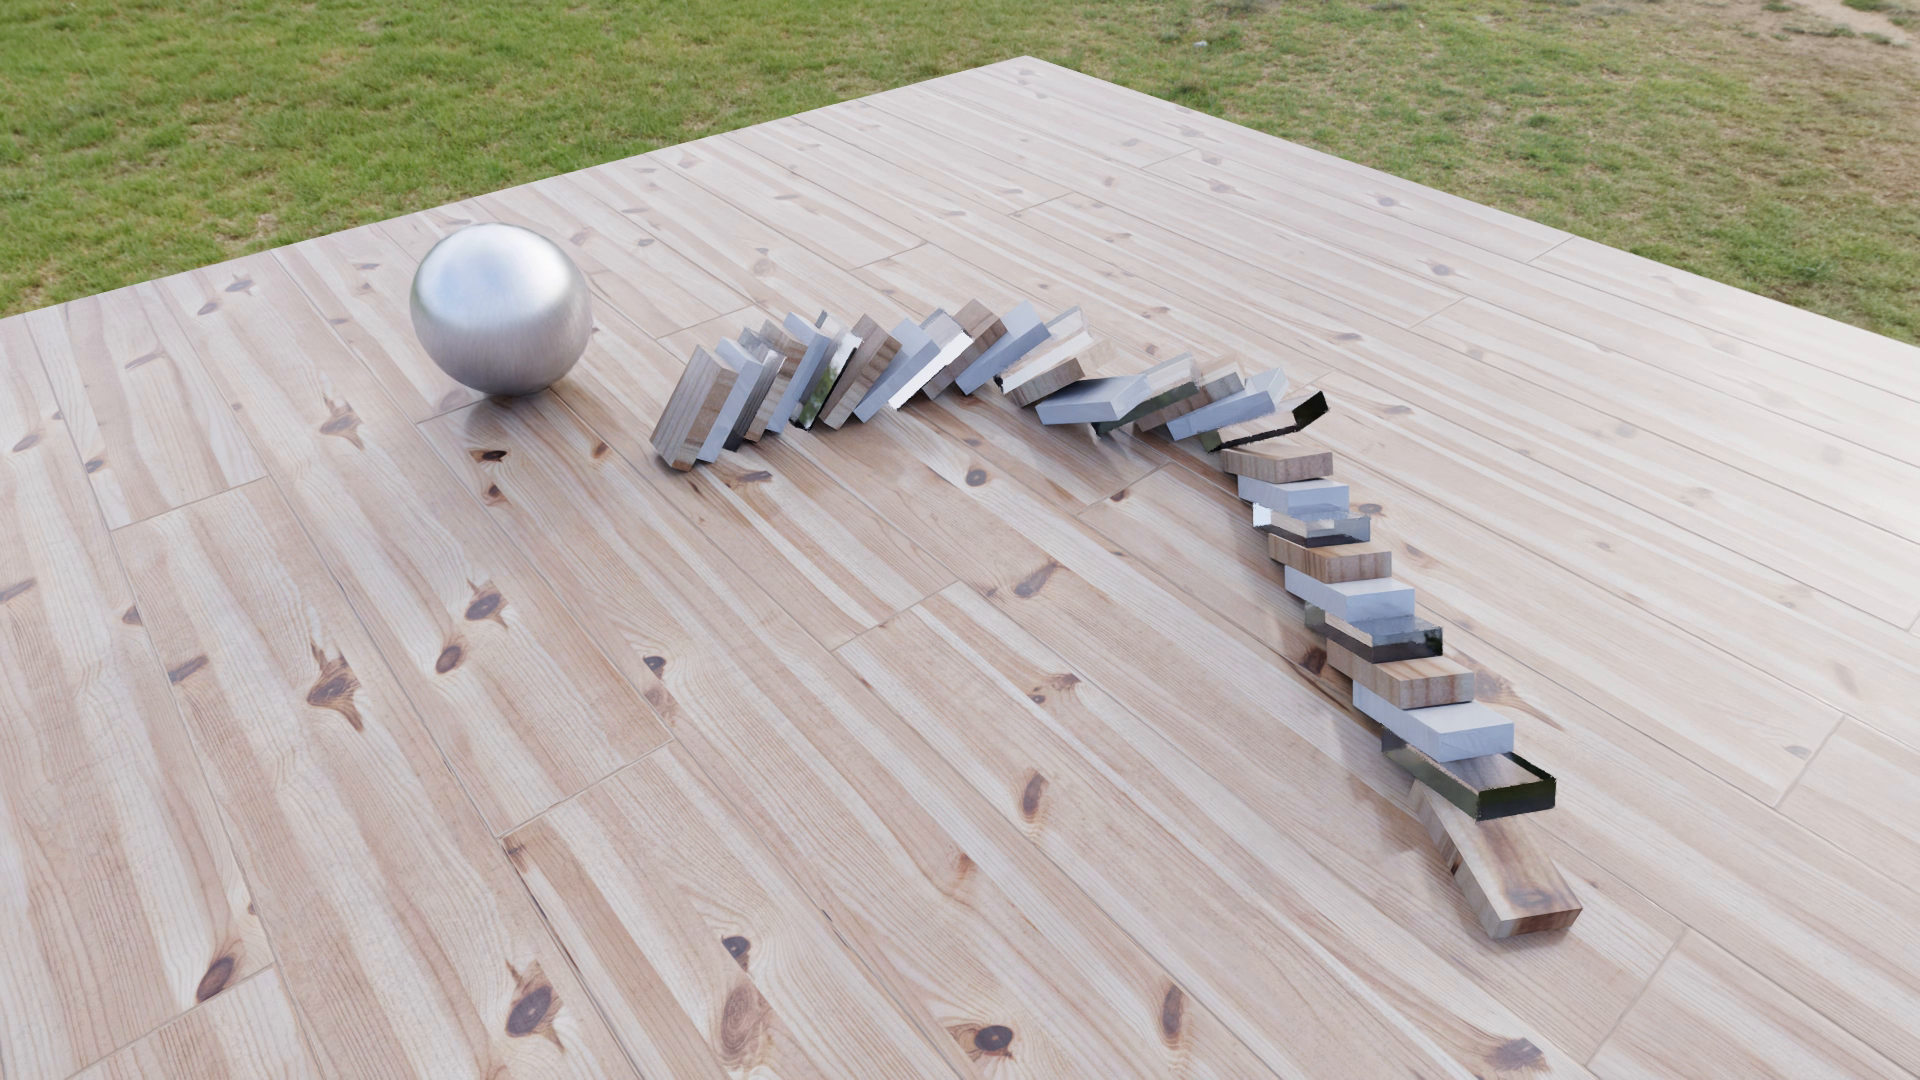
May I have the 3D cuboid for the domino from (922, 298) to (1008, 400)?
[{"bbox_3d":[-0.003,-0.094,0.538,0.050,0.010,0.025,-42,46,0],"label":"domino"}]

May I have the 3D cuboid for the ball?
[{"bbox_3d":[-0.216,-0.108,0.520,0.080,0.080,0.080,0,39,0],"label":"ball"}]

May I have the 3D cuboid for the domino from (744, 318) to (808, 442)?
[{"bbox_3d":[-0.091,-0.073,0.504,0.010,0.050,0.025,15,21,-47],"label":"domino"}]

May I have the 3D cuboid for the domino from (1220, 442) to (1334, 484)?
[{"bbox_3d":[0.133,-0.033,0.466,0.025,0.010,0.050,-9,11,-11],"label":"domino"}]

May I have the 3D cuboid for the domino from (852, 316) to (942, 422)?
[{"bbox_3d":[-0.035,-0.081,0.523,0.050,0.010,0.025,-43,48,0],"label":"domino"}]

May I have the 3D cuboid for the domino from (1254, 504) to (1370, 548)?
[{"bbox_3d":[0.138,-0.007,0.435,0.025,0.009,0.050,-6,11,-7],"label":"domino"}]

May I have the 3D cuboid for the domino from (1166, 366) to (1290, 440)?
[{"bbox_3d":[0.121,-0.061,0.496,0.050,0.009,0.025,-16,22,39],"label":"domino"}]

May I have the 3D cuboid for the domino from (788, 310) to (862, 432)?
[{"bbox_3d":[-0.067,-0.078,0.511,0.010,0.050,0.025,17,22,-44],"label":"domino"}]

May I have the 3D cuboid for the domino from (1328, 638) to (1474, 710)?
[{"bbox_3d":[0.148,0.043,0.373,0.025,0.010,0.050,-6,12,-7],"label":"domino"}]

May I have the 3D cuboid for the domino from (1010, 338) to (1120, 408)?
[{"bbox_3d":[0.049,-0.078,0.514,0.025,0.010,0.050,-34,8,-34],"label":"domino"}]

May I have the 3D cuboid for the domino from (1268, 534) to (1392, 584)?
[{"bbox_3d":[0.140,0.005,0.419,0.025,0.010,0.050,-6,11,-7],"label":"domino"}]

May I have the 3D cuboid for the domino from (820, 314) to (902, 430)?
[{"bbox_3d":[-0.051,-0.079,0.514,0.050,0.009,0.025,-51,47,9],"label":"domino"}]

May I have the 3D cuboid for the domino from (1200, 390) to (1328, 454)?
[{"bbox_3d":[0.133,-0.052,0.484,0.025,0.009,0.050,-31,12,-36],"label":"domino"}]

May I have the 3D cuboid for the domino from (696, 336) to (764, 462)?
[{"bbox_3d":[-0.108,-0.063,0.492,0.009,0.050,0.025,15,21,-47],"label":"domino"}]

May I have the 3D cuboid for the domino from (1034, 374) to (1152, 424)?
[{"bbox_3d":[0.060,-0.064,0.501,0.025,0.009,0.050,-39,24,-28],"label":"domino"}]

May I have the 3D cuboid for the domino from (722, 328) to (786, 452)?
[{"bbox_3d":[-0.099,-0.068,0.498,0.010,0.050,0.025,15,21,-47],"label":"domino"}]

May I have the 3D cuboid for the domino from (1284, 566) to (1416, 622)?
[{"bbox_3d":[0.142,0.018,0.404,0.025,0.010,0.050,-6,11,-7],"label":"domino"}]

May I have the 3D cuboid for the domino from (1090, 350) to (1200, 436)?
[{"bbox_3d":[0.084,-0.067,0.505,0.050,0.009,0.025,-22,28,25],"label":"domino"}]

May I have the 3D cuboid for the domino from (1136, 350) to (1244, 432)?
[{"bbox_3d":[0.105,-0.069,0.505,0.050,0.010,0.025,-22,25,26],"label":"domino"}]

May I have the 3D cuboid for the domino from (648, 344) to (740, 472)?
[{"bbox_3d":[-0.118,-0.058,0.486,0.010,0.050,0.025,15,21,-47],"label":"domino"}]

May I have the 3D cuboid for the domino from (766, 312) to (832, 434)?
[{"bbox_3d":[-0.081,-0.078,0.510,0.009,0.050,0.025,15,20,-47],"label":"domino"}]

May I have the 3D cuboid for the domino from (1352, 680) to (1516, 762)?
[{"bbox_3d":[0.152,0.056,0.357,0.025,0.009,0.050,-6,13,-9],"label":"domino"}]

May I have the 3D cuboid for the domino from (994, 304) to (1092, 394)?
[{"bbox_3d":[0.039,-0.093,0.535,0.050,0.009,0.025,-29,31,19],"label":"domino"}]

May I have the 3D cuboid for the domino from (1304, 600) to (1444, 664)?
[{"bbox_3d":[0.145,0.031,0.388,0.025,0.009,0.050,-6,11,-7],"label":"domino"}]

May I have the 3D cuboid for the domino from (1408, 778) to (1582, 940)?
[{"bbox_3d":[0.159,0.093,0.330,0.025,0.010,0.050,-6,40,-7],"label":"domino"}]

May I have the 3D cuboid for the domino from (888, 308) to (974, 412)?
[{"bbox_3d":[-0.020,-0.087,0.531,0.050,0.010,0.025,-42,48,0],"label":"domino"}]

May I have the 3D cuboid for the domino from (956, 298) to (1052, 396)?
[{"bbox_3d":[0.018,-0.095,0.538,0.050,0.009,0.025,-34,39,11],"label":"domino"}]

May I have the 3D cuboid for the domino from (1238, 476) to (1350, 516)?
[{"bbox_3d":[0.135,-0.020,0.450,0.025,0.010,0.050,-6,11,-7],"label":"domino"}]

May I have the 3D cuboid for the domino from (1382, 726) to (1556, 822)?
[{"bbox_3d":[0.156,0.070,0.341,0.025,0.009,0.050,-7,14,-9],"label":"domino"}]
